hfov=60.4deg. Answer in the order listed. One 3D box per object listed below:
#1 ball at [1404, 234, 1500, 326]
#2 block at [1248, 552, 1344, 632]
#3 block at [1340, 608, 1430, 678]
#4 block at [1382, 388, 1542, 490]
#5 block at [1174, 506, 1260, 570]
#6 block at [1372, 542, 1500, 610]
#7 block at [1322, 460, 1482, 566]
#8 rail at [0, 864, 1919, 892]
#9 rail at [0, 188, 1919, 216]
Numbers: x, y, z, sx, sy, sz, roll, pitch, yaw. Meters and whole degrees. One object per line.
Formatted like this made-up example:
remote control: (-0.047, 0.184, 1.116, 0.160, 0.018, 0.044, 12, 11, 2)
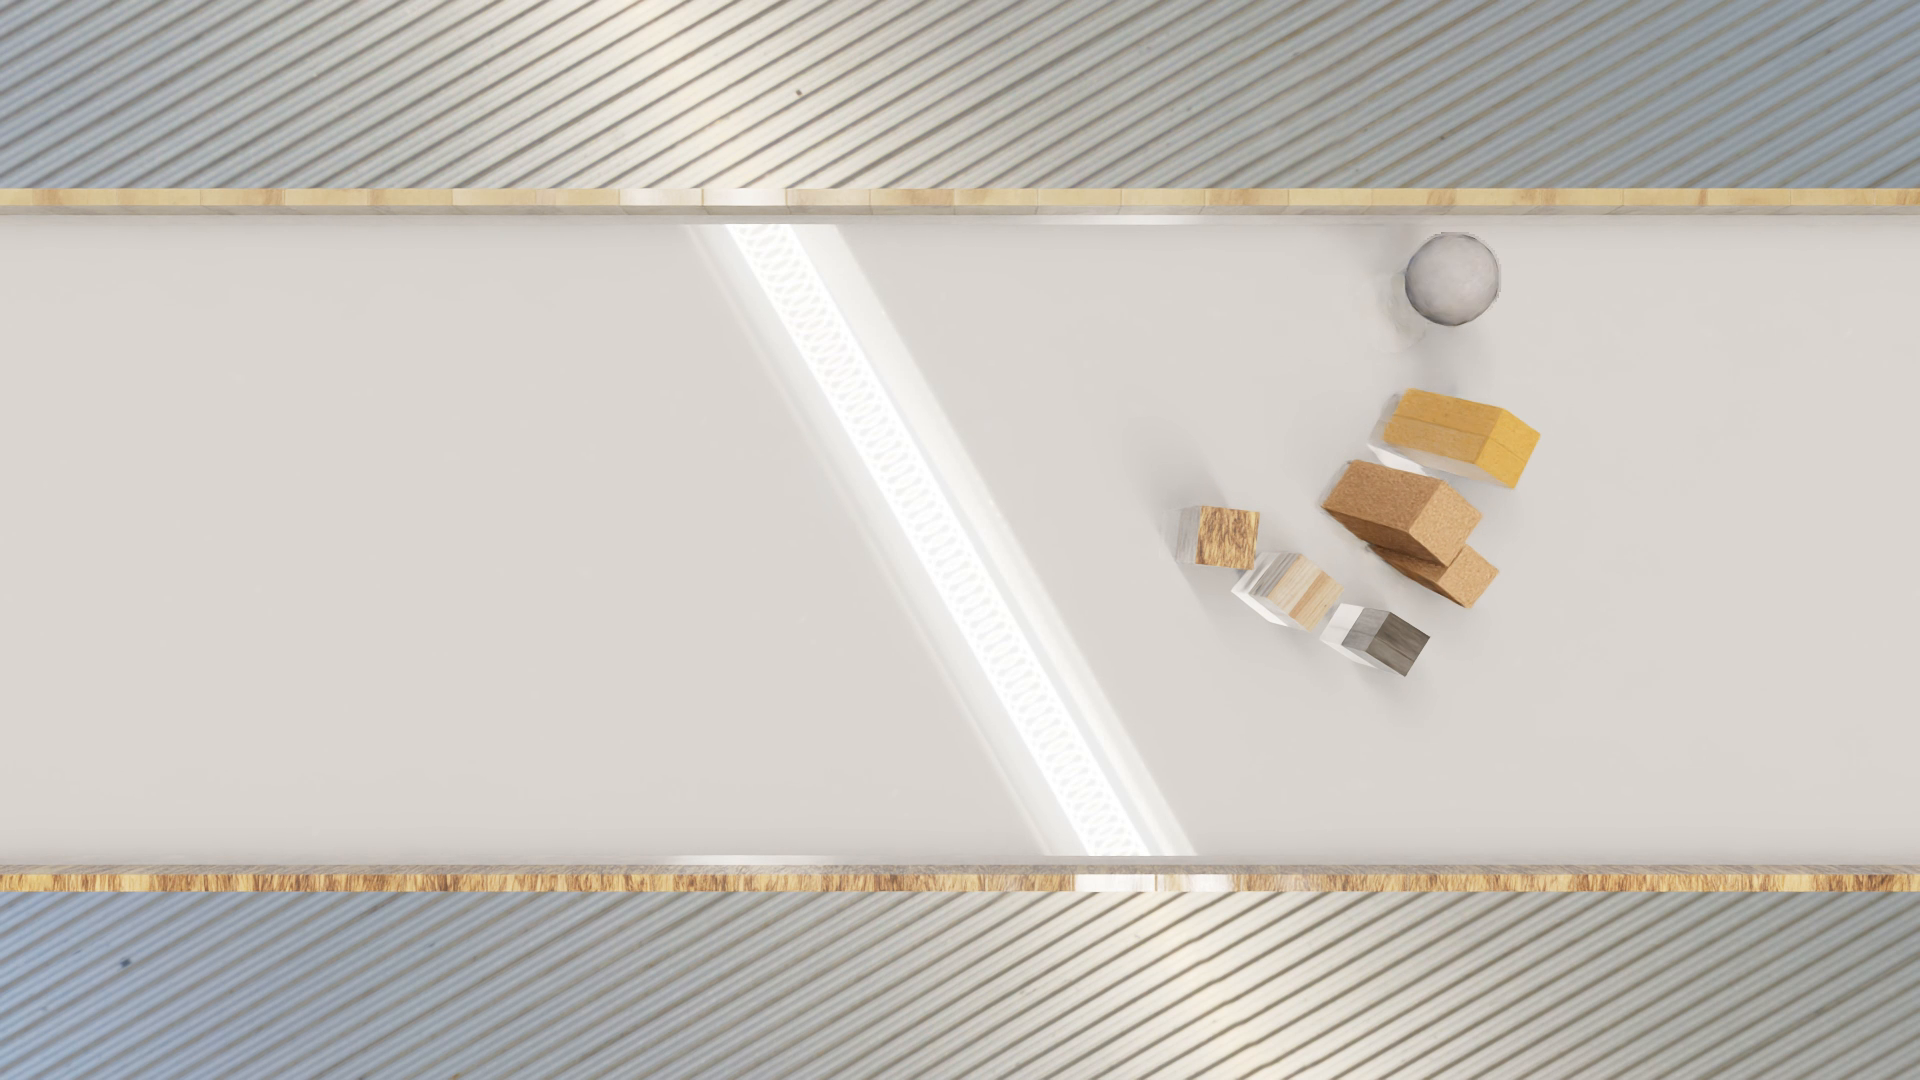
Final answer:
ball: (1.410, -0.745, 4.726, 0.261, 0.261, 0.261, 0, 90, 0)
block: (0.999, 0.153, 4.918, 0.162, 0.316, 0.162, 38, 90, 0)
block: (1.266, 0.302, 4.923, 0.137, 0.308, 0.137, 32, 90, 0)
block: (1.470, -0.303, 4.860, 0.178, 0.397, 0.178, 27, 90, -30)
block: (0.753, -0.006, 4.857, 0.165, 0.438, 0.165, 6, 90, 0)
block: (1.397, 0.059, 4.865, 0.140, 0.392, 0.140, 36, 93, -19)
block: (1.288, -0.085, 4.834, 0.178, 0.441, 0.178, 37, 86, -23)
rail: (-2.247, 1.025, 5.001, 12.000, 0.150, 0.050, 0, 90, 0)
rail: (-2.247, -1.025, 5.002, 12.000, 0.150, 0.050, 0, 90, 0)
